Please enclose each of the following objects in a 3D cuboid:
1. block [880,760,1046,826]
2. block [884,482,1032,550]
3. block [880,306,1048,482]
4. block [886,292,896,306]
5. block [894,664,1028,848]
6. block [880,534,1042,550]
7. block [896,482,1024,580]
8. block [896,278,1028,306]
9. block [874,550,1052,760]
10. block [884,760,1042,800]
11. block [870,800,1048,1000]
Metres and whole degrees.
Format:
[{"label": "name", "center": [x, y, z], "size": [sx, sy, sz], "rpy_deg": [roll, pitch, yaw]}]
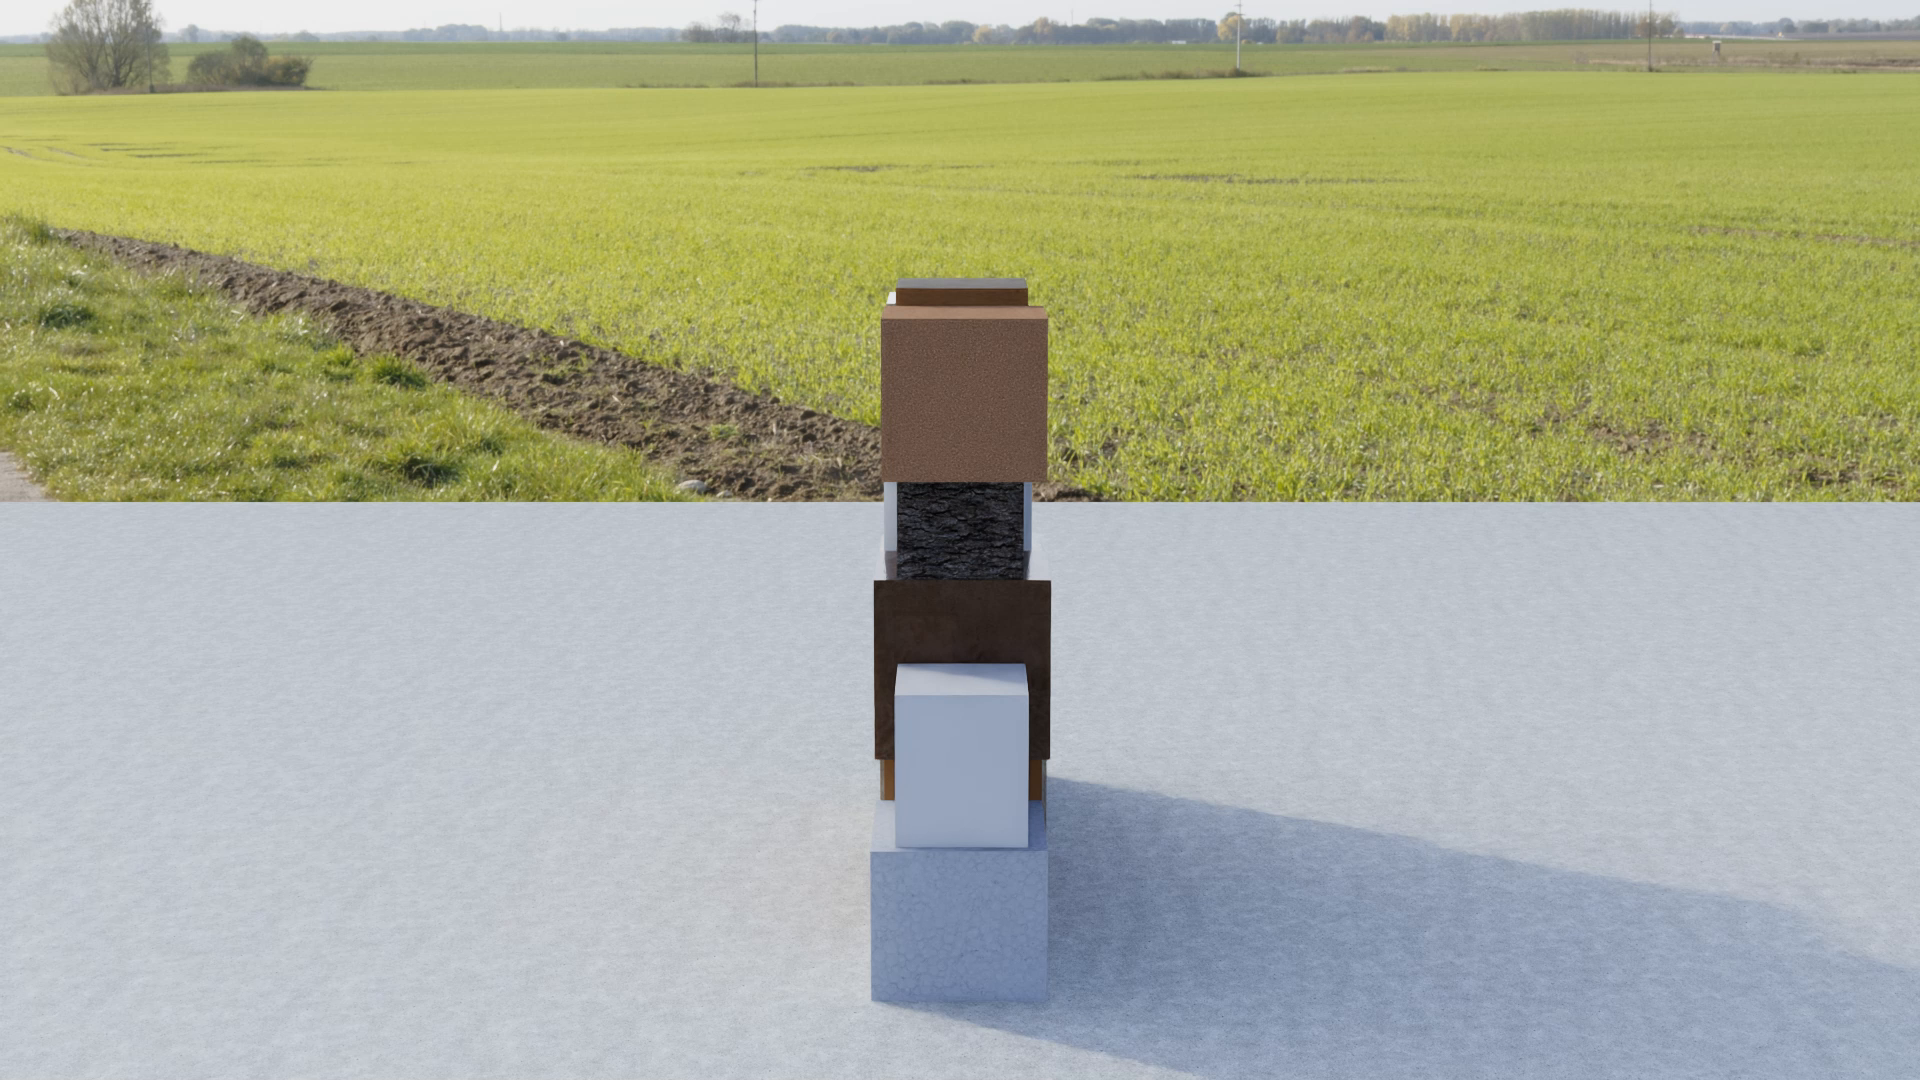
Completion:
[{"label": "block", "center": [0.016, 1.031, 12.066], "size": [0.761, 0.654, 0.659], "rpy_deg": [0, 10, 0]}, {"label": "block", "center": [-0.009, -0.300, 11.885], "size": [0.669, 0.622, 0.571], "rpy_deg": [0, 10, 0]}, {"label": "block", "center": [0.017, -0.590, 10.226], "size": [0.646, 0.639, 0.563], "rpy_deg": [0, 10, 0]}, {"label": "block", "center": [-0.012, -0.795, 11.339], "size": [0.610, 0.550, 0.565], "rpy_deg": [0, 11, 0]}, {"label": "block", "center": [0.006, 0.832, 9.994], "size": [0.507, 0.597, 0.527], "rpy_deg": [0, 10, 0]}, {"label": "block", "center": [0.004, 0.392, 11.786], "size": [0.743, 0.704, 0.808], "rpy_deg": [0, 10, 0]}, {"label": "block", "center": [0.001, -0.085, 10.361], "size": [0.500, 0.403, 0.481], "rpy_deg": [0, 10, 0]}, {"label": "block", "center": [0.007, -0.776, 10.771], "size": [0.539, 0.605, 0.551], "rpy_deg": [0, 10, 0]}, {"label": "block", "center": [0.010, 0.462, 10.527], "size": [0.704, 0.733, 0.635], "rpy_deg": [0, 10, 0]}, {"label": "block", "center": [0.013, 1.187, 10.812], "size": [0.638, 0.795, 0.703], "rpy_deg": [0, 10, 0]}, {"label": "block", "center": [-0.004, 1.413, 10.131], "size": [0.674, 0.596, 0.698], "rpy_deg": [0, 10, 0]}]
